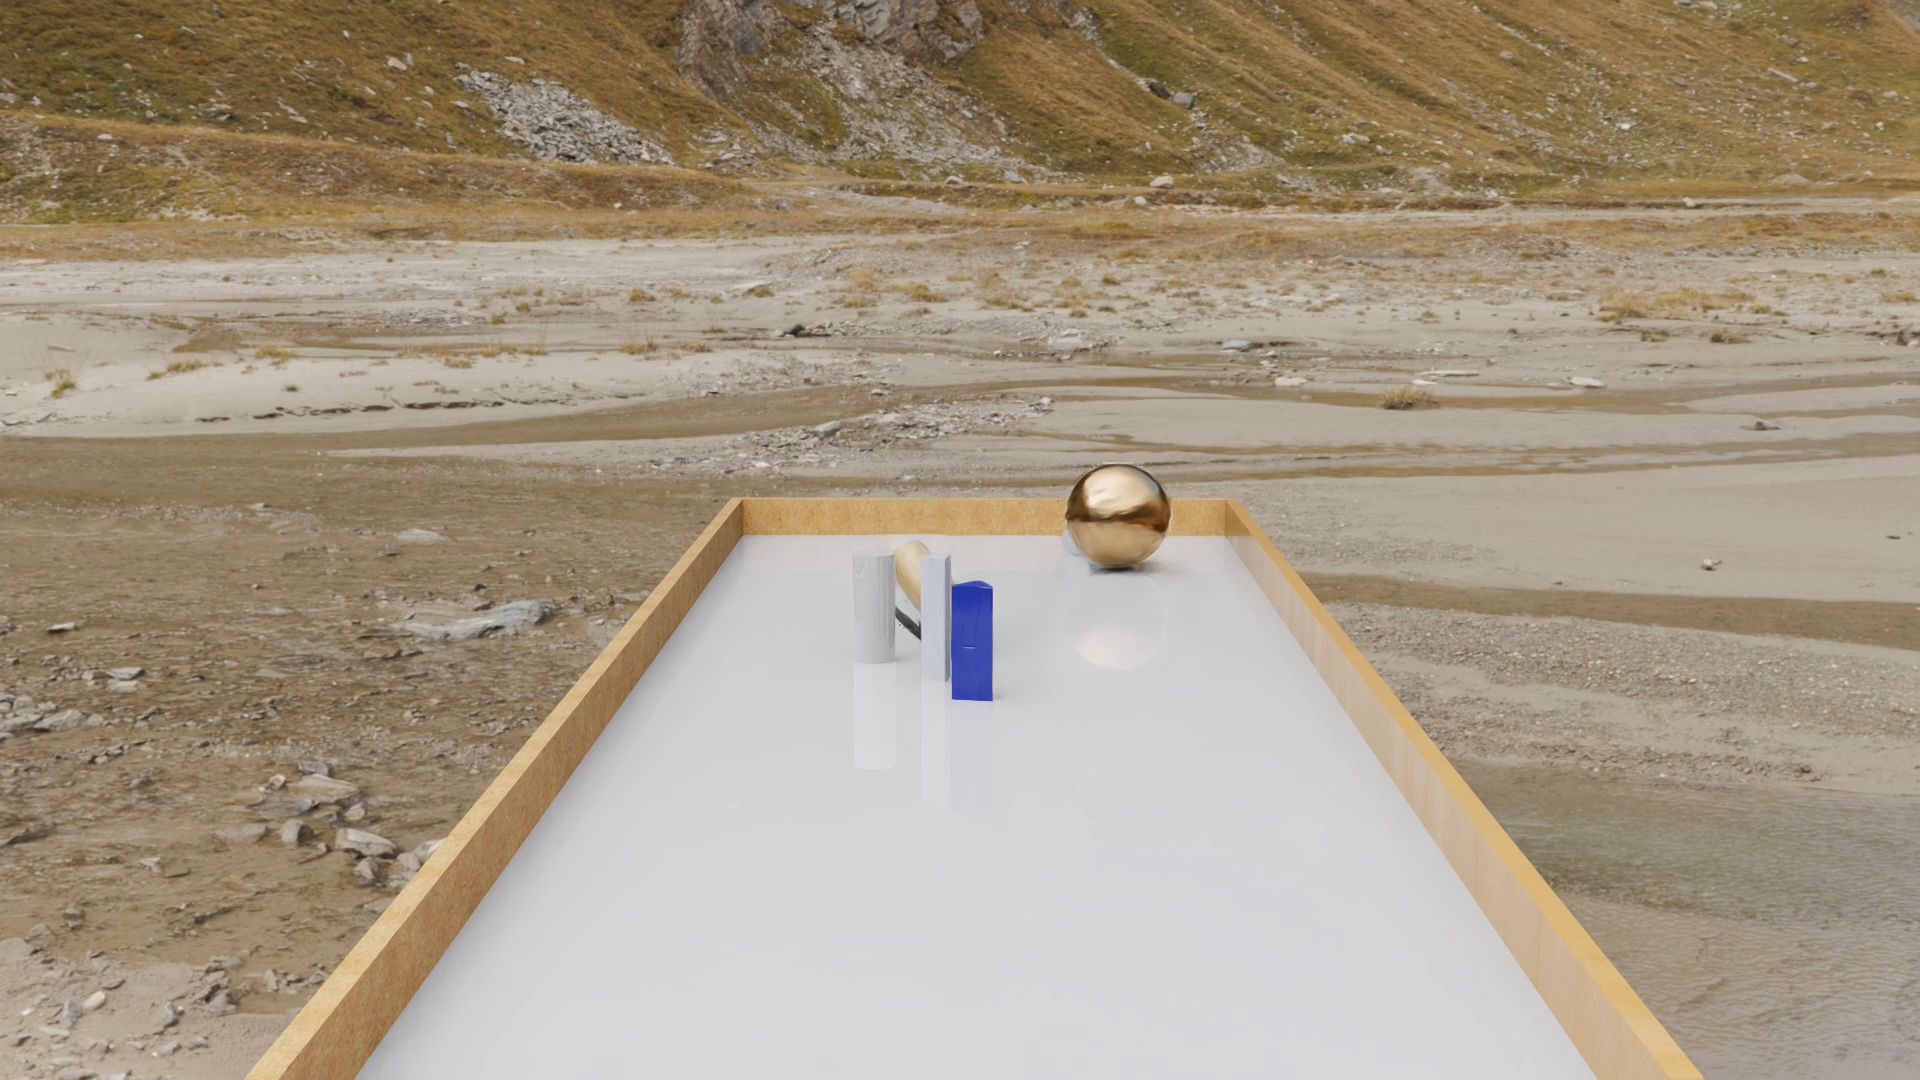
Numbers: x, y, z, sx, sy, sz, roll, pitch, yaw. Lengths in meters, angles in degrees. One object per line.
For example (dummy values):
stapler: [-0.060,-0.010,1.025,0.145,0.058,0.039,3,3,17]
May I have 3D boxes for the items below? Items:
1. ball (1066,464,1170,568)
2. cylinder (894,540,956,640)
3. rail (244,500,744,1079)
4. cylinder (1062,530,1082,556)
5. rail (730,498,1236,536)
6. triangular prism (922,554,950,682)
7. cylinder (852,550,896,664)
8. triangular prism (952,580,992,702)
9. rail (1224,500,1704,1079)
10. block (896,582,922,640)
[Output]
ball: [0.598,-0.092,8.324,0.396,0.396,0.396,0,9,0]
cylinder: [-0.090,0.156,6.883,0.144,0.144,0.328,-6,38,-31]
rail: [-1.004,0.839,3.234,0.050,0.150,12.000,0,9,1]
cylinder: [0.524,-0.030,8.828,0.116,0.116,0.450,3,9,18]
rail: [0.099,-0.098,9.147,2.100,0.150,0.050,0,9,1]
triangular prism: [-0.054,0.225,6.423,0.089,0.364,0.077,8,12,40]
cylinder: [-0.261,0.202,6.683,0.128,0.329,0.128,0,9,0]
triangular prism: [0.045,0.282,6.194,0.116,0.325,0.101,2,9,13]
rail: [1.046,0.843,3.208,0.050,0.150,12.000,0,9,1]
block: [-0.144,0.181,7.198,0.142,0.142,0.428,-4,19,-23]
